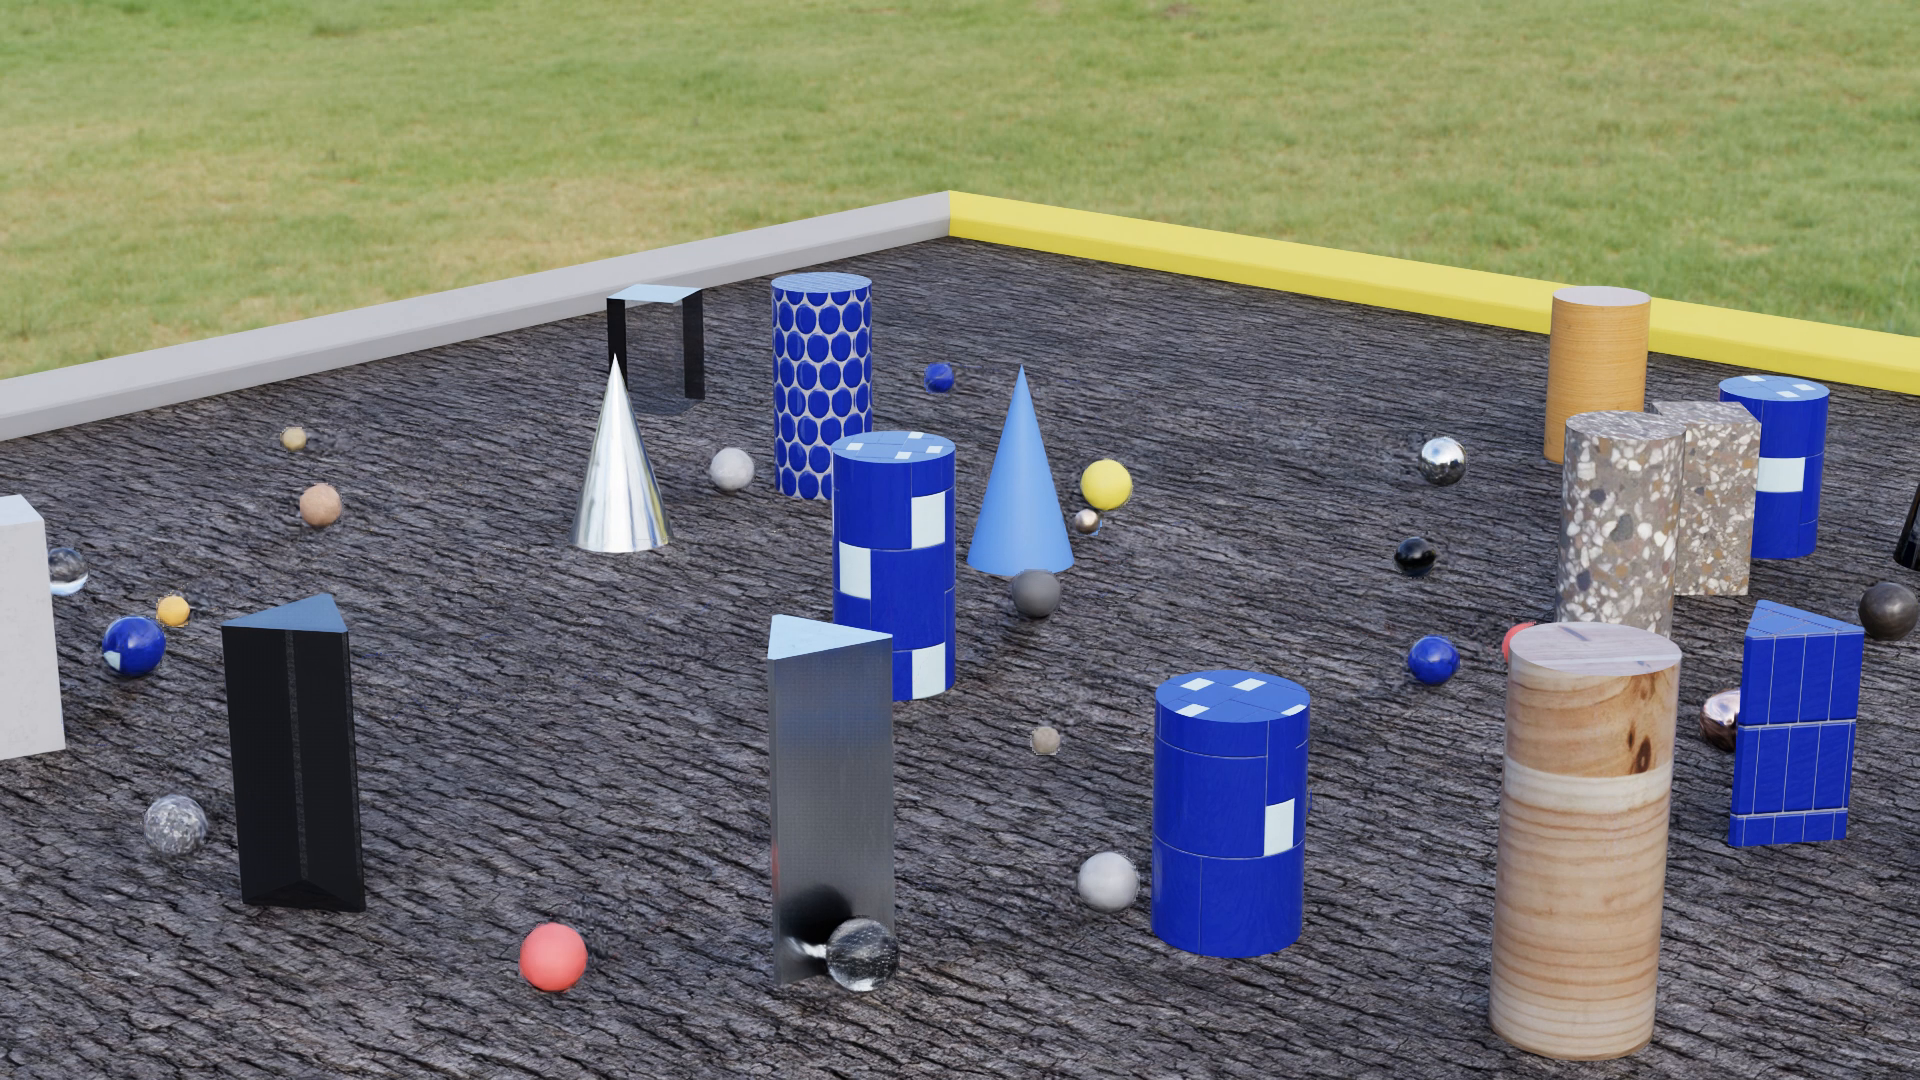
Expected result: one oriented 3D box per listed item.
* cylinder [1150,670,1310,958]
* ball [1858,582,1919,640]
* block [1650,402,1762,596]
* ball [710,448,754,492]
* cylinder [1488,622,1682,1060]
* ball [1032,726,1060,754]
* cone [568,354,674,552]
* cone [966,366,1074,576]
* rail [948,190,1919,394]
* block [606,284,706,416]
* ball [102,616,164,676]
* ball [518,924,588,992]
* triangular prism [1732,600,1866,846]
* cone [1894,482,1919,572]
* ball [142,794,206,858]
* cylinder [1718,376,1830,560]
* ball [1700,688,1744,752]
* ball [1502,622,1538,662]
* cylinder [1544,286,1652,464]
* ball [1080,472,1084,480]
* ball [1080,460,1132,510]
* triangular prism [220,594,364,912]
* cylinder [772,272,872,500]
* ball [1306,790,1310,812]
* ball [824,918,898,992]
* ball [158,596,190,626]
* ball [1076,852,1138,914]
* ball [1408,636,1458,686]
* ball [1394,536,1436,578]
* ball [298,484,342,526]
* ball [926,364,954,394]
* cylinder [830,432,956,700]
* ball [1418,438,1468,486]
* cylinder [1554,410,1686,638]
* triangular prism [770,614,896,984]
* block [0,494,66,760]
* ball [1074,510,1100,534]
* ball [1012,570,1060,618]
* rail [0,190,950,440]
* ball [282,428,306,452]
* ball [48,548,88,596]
[{"bbox_3d":[0.344,0.348,3.748,0.195,0.316,0.195,0,17,0],"label":"cylinder"},{"bbox_3d":[1.549,0.118,4.889,0.097,0.097,0.097,0,17,0],"label":"ball"},{"bbox_3d":[1.300,-0.074,5.160,0.156,0.309,0.156,0,17,1],"label":"block"},{"bbox_3d":[-0.447,-0.137,5.756,0.086,0.086,0.086,0,17,0],"label":"ball"},{"bbox_3d":[0.733,0.353,3.453,0.195,0.477,0.195,0,17,0],"label":"cylinder"},{"bbox_3d":[0.129,0.299,4.383,0.042,0.042,0.042,0,17,0],"label":"ball"},{"bbox_3d":[-0.631,-0.174,5.417,0.195,0.351,0.195,0,17,0],"label":"cone"},{"bbox_3d":[0.110,-0.139,5.274,0.195,0.367,0.195,0,17,0],"label":"cone"},{"bbox_3d":[1.614,-0.505,6.899,4.398,0.127,0.045,14,22,39],"label":"rail"},{"bbox_3d":[-0.662,-0.416,6.394,0.156,0.250,0.156,6,18,18],"label":"block"},{"bbox_3d":[-1.329,0.171,4.712,0.098,0.098,0.098,0,17,0],"label":"ball"},{"bbox_3d":[-0.500,0.513,3.604,0.083,0.083,0.083,0,17,0],"label":"ball"},{"bbox_3d":[1.136,0.251,4.087,0.169,0.306,0.147,-3,17,-9],"label":"triangular prism"},{"bbox_3d":[1.795,-0.169,5.257,0.195,0.434,0.195,0,17,0],"label":"cone"},{"bbox_3d":[-1.073,0.391,4.006,0.085,0.085,0.085,0,17,0],"label":"ball"},{"bbox_3d":[1.483,-0.135,5.385,0.195,0.296,0.195,0,17,0],"label":"cylinder"},{"bbox_3d":[1.156,0.270,4.387,0.096,0.096,0.096,0,17,0],"label":"ball"},{"bbox_3d":[0.916,0.174,4.731,0.081,0.081,0.081,0,17,0],"label":"ball"},{"bbox_3d":[1.296,-0.332,5.969,0.195,0.336,0.195,0,17,0],"label":"cylinder"},{"bbox_3d":[0.265,-0.116,5.730,0.059,0.059,0.059,0,17,0],"label":"ball"},{"bbox_3d":[0.280,-0.106,5.632,0.097,0.097,0.097,0,17,0],"label":"ball"},{"bbox_3d":[-0.850,0.276,3.863,0.169,0.386,0.147,3,17,10],"label":"triangular prism"},{"bbox_3d":[-0.269,-0.303,5.743,0.195,0.410,0.195,0,17,0],"label":"cylinder"},{"bbox_3d":[0.446,0.361,4.101,0.086,0.086,0.086,0,17,0],"label":"ball"},{"bbox_3d":[-0.121,0.509,3.603,0.091,0.091,0.091,0,17,0],"label":"ball"},{"bbox_3d":[-1.330,0.120,4.959,0.052,0.052,0.052,0,17,0],"label":"ball"},{"bbox_3d":[0.192,0.447,3.828,0.079,0.079,0.079,0,17,0],"label":"ball"},{"bbox_3d":[0.754,0.192,4.676,0.078,0.078,0.078,0,17,0],"label":"ball"},{"bbox_3d":[0.810,0.031,5.223,0.072,0.072,0.072,0,17,0],"label":"ball"},{"bbox_3d":[-1.205,-0.064,5.524,0.079,0.079,0.079,0,17,0],"label":"ball"},{"bbox_3d":[-0.045,-0.360,6.529,0.065,0.065,0.065,0,17,0],"label":"ball"},{"bbox_3d":[-0.105,0.039,4.648,0.195,0.387,0.195,0,17,0],"label":"cylinder"},{"bbox_3d":[0.955,-0.155,5.795,0.097,0.097,0.097,0,17,0],"label":"ball"},{"bbox_3d":[1.100,-0.019,4.895,0.195,0.357,0.195,0,17,0],"label":"cylinder"},{"bbox_3d":[-0.192,0.315,3.666,0.169,0.426,0.147,-10,19,-30],"label":"triangular prism"},{"bbox_3d":[-1.450,0.134,4.384,0.156,0.359,0.156,-9,19,-28],"label":"block"},{"bbox_3d":[0.236,-0.033,5.477,0.048,0.048,0.048,0,17,0],"label":"ball"},{"bbox_3d":[0.130,0.092,5.001,0.083,0.083,0.083,0,17,0],"label":"ball"},{"bbox_3d":[-1.643,-0.380,6.485,0.045,0.127,4.970,14,22,39],"label":"rail"},{"bbox_3d":[-1.372,-0.206,6.045,0.050,0.050,0.050,0,17,0],"label":"ball"},{"bbox_3d":[-1.567,0.055,5.119,0.085,0.085,0.085,0,17,0],"label":"ball"}]
